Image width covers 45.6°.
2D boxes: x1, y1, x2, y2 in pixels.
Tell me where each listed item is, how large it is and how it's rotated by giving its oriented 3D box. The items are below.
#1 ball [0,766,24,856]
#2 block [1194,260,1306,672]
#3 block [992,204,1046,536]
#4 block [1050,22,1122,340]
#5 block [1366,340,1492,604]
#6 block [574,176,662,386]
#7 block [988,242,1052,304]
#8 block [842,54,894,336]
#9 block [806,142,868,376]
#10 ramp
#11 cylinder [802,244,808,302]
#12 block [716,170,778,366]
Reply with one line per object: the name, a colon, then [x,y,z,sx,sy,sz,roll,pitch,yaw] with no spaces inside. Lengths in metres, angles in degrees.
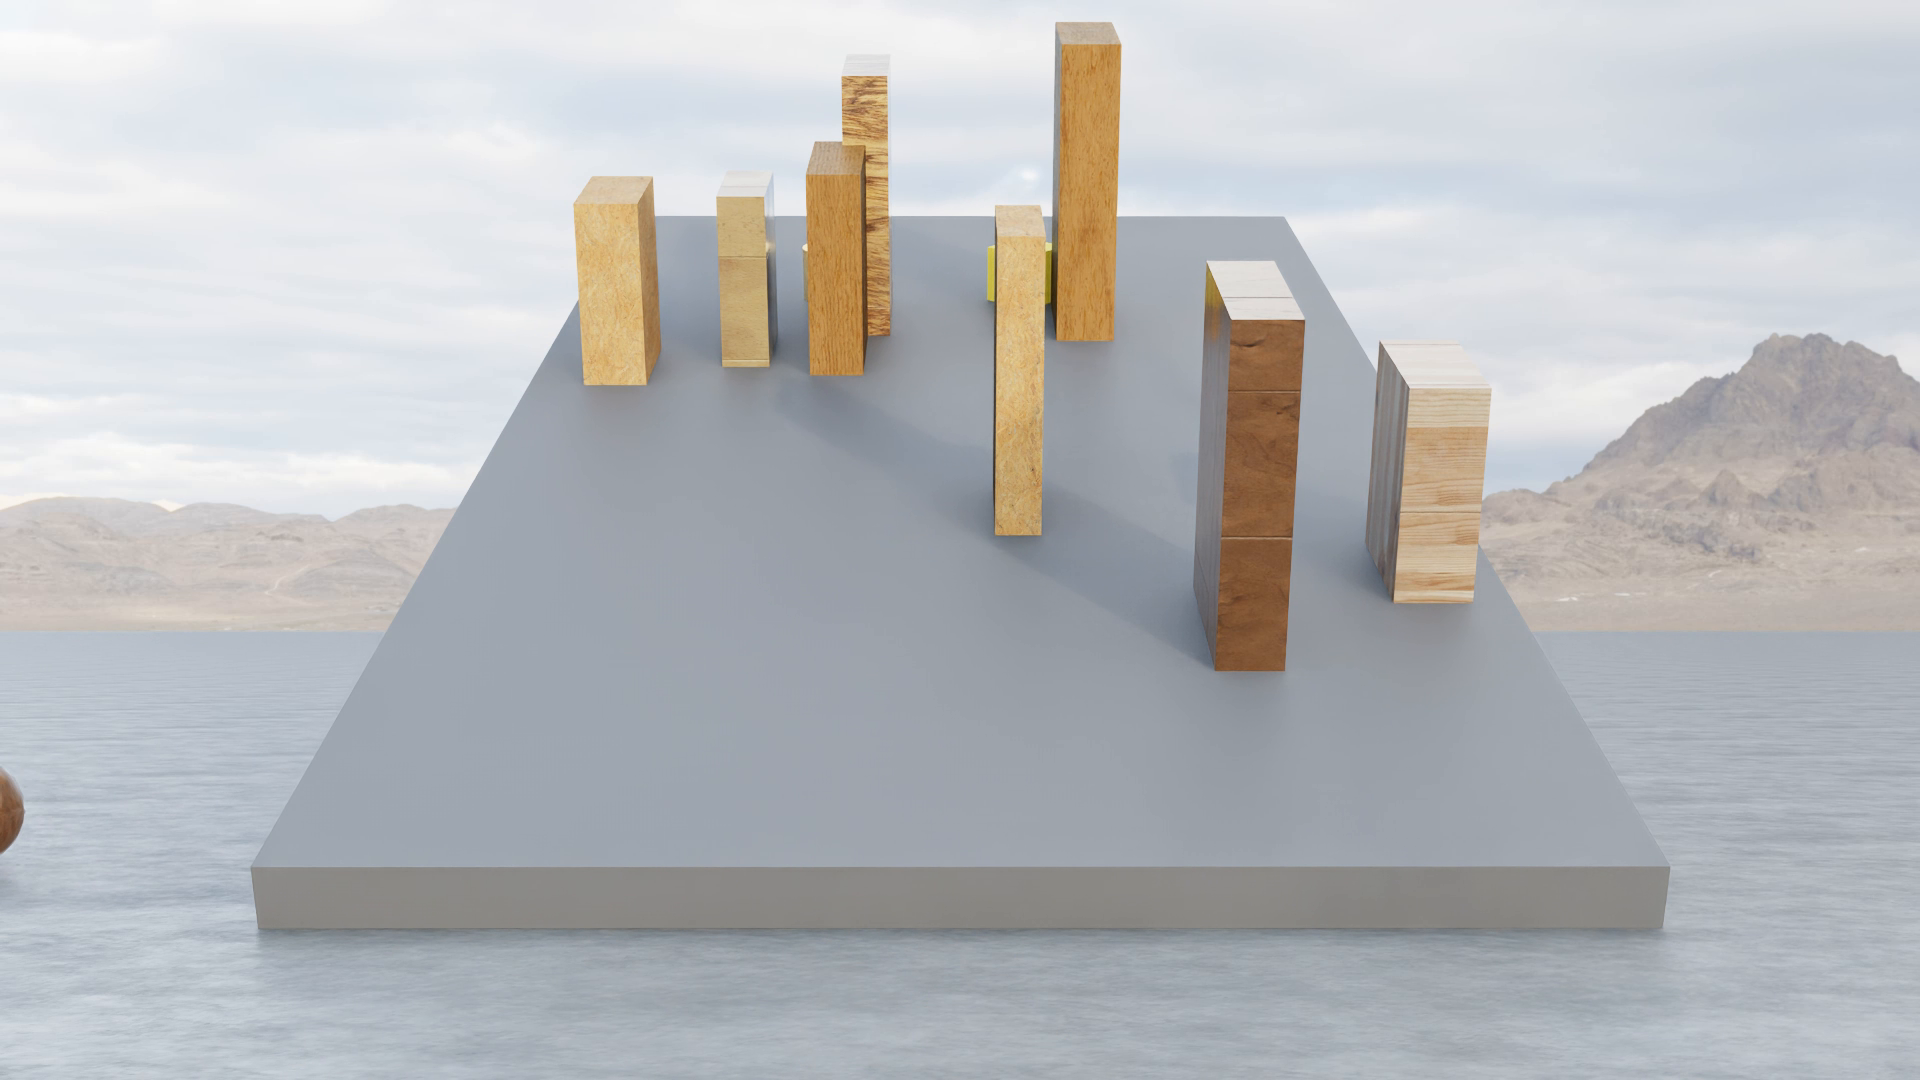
ball: [-1.770,0.483,4.060,0.200,0.200,0.200,0,-2,0]
block: [0.487,-0.132,3.901,0.117,0.611,0.374,0,21,0]
block: [0.113,-0.332,4.443,0.089,0.590,0.260,0,21,0]
block: [0.311,-0.900,5.718,0.142,0.730,0.357,0,21,0]
block: [0.852,-0.130,4.182,0.143,0.405,0.303,0,21,0]
block: [-0.805,-0.615,5.394,0.145,0.429,0.295,0,21,0]
block: [0.173,-0.704,6.024,0.142,0.142,0.142,18,27,38]
block: [-0.231,-0.872,5.757,0.111,0.647,0.320,0,21,0]
block: [-0.292,-0.684,5.503,0.126,0.480,0.386,0,21,0]
ramp: [-0.006,-0.216,5.099,2.000,0.100,4.000,0,21,0]
cylinder: [-0.345,-0.706,6.034,0.138,0.138,0.138,0,21,0]
block: [-0.513,-0.660,5.533,0.113,0.413,0.290,0,21,0]
